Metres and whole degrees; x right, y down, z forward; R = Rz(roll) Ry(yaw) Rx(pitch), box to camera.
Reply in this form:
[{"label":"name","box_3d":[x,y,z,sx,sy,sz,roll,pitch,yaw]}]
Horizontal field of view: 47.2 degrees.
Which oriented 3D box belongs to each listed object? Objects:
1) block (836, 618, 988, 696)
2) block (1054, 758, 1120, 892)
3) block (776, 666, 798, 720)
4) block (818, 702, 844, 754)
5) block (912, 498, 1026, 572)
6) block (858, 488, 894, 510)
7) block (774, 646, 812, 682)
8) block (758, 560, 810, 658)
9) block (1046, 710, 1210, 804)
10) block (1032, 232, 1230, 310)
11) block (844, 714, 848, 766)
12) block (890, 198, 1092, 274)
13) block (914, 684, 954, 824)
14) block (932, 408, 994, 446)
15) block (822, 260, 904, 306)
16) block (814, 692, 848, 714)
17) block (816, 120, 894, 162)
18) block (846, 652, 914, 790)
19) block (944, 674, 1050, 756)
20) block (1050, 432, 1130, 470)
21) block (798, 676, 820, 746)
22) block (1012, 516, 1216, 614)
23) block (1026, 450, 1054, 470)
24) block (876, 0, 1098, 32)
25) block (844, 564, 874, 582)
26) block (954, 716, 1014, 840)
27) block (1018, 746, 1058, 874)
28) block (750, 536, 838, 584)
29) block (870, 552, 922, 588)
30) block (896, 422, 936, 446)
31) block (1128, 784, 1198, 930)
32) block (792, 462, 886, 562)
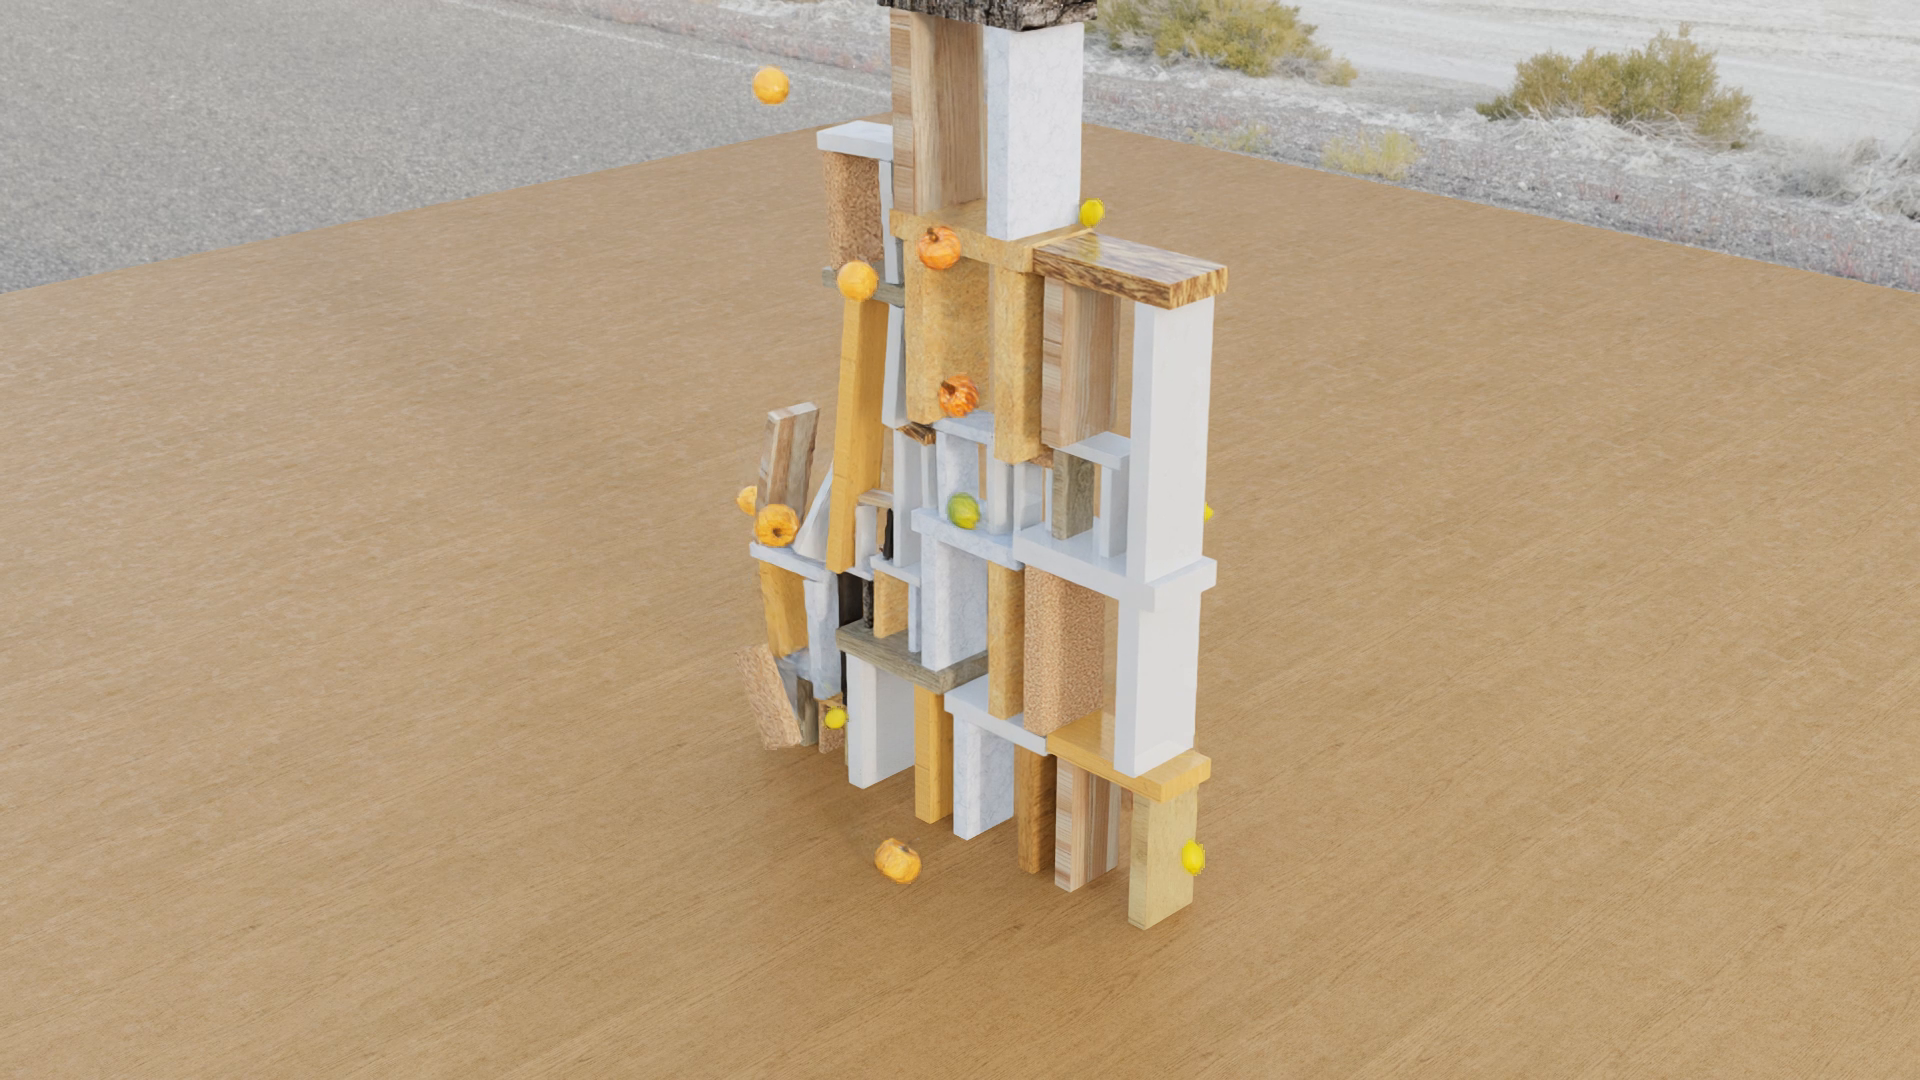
[{"label":"block","box_3d":[-0.093,0.221,4.418,0.300,0.042,0.150,21,31,41]},{"label":"block","box_3d":[0.244,0.518,4.184,0.039,0.278,0.139,21,31,41]},{"label":"block","box_3d":[-0.387,0.327,4.781,0.081,0.162,0.023,-21,32,-40]},{"label":"block","box_3d":[-0.273,0.390,4.686,0.017,0.122,0.061,22,32,40]},{"label":"block","box_3d":[0.055,-0.018,4.163,0.140,0.040,0.279,-21,31,-40]},{"label":"block","box_3d":[-0.145,-0.079,4.360,0.101,0.014,0.050,14,22,28]},{"label":"block","box_3d":[-0.343,0.256,4.713,0.081,0.023,0.162,-21,31,-40]},{"label":"block","box_3d":[-0.367,0.130,4.697,0.031,0.219,0.109,11,24,43]},{"label":"block","box_3d":[0.310,0.397,4.062,0.139,0.039,0.278,-21,31,-41]},{"label":"block","box_3d":[0.286,-0.457,3.711,0.304,0.043,0.152,22,31,41]},{"label":"block","box_3d":[-0.215,0.412,4.635,0.017,0.122,0.061,22,31,40]},{"label":"block","box_3d":[0.053,-0.551,3.926,0.171,0.048,0.342,-21,31,-40]},{"label":"block","box_3d":[-0.022,0.406,4.420,0.042,0.300,0.150,21,31,41]},{"label":"block","box_3d":[0.039,-0.211,4.088,0.086,0.024,0.172,-21,28,-40]},{"label":"block","box_3d":[-0.134,-0.488,4.142,0.122,0.035,0.244,-23,30,-40]},{"label":"block","box_3d":[-0.245,0.337,4.633,0.121,0.017,0.061,21,31,40]},{"label":"block","box_3d":[-0.144,-0.736,4.059,0.227,0.032,0.113,17,30,39]},{"label":"block","box_3d":[-0.163,0.351,4.550,0.150,0.300,0.042,-21,31,-41]},{"label":"block","box_3d":[0.111,0.334,4.244,0.266,0.038,0.133,21,31,40]},{"label":"block","box_3d":[0.247,-0.166,3.891,0.085,0.024,0.169,-21,31,-40]},{"label":"block","box_3d":[-0.308,0.356,4.715,0.081,0.162,0.023,-19,31,-38]},{"label":"block","box_3d":[0.275,0.035,3.942,0.168,0.048,0.337,-21,31,-41]},{"label":"block","box_3d":[0.154,-0.155,4.000,0.120,0.017,0.060,21,30,40]},{"label":"block","box_3d":[0.044,-0.933,3.776,0.180,0.051,0.360,-20,31,-39]},{"label":"block","box_3d":[-0.199,0.053,4.457,0.110,0.016,0.055,20,32,39]},{"label":"block","box_3d":[0.048,0.449,4.361,0.038,0.266,0.133,21,31,40]},{"label":"block","box_3d":[0.174,0.498,4.246,0.038,0.266,0.133,21,31,40]},{"label":"block","box_3d":[-0.324,0.031,4.607,0.219,0.031,0.109,19,29,37]},{"label":"block","box_3d":[-0.102,0.054,4.354,0.073,0.021,0.147,-20,30,-40]},{"label":"block","box_3d":[-0.074,-0.216,4.200,0.069,0.020,0.138,-15,27,-30]},{"label":"block","box_3d":[0.376,0.569,4.064,0.039,0.278,0.139,21,31,41]},{"label":"block","box_3d":[-0.246,-0.059,4.472,0.108,0.216,0.031,20,11,-35]}]
